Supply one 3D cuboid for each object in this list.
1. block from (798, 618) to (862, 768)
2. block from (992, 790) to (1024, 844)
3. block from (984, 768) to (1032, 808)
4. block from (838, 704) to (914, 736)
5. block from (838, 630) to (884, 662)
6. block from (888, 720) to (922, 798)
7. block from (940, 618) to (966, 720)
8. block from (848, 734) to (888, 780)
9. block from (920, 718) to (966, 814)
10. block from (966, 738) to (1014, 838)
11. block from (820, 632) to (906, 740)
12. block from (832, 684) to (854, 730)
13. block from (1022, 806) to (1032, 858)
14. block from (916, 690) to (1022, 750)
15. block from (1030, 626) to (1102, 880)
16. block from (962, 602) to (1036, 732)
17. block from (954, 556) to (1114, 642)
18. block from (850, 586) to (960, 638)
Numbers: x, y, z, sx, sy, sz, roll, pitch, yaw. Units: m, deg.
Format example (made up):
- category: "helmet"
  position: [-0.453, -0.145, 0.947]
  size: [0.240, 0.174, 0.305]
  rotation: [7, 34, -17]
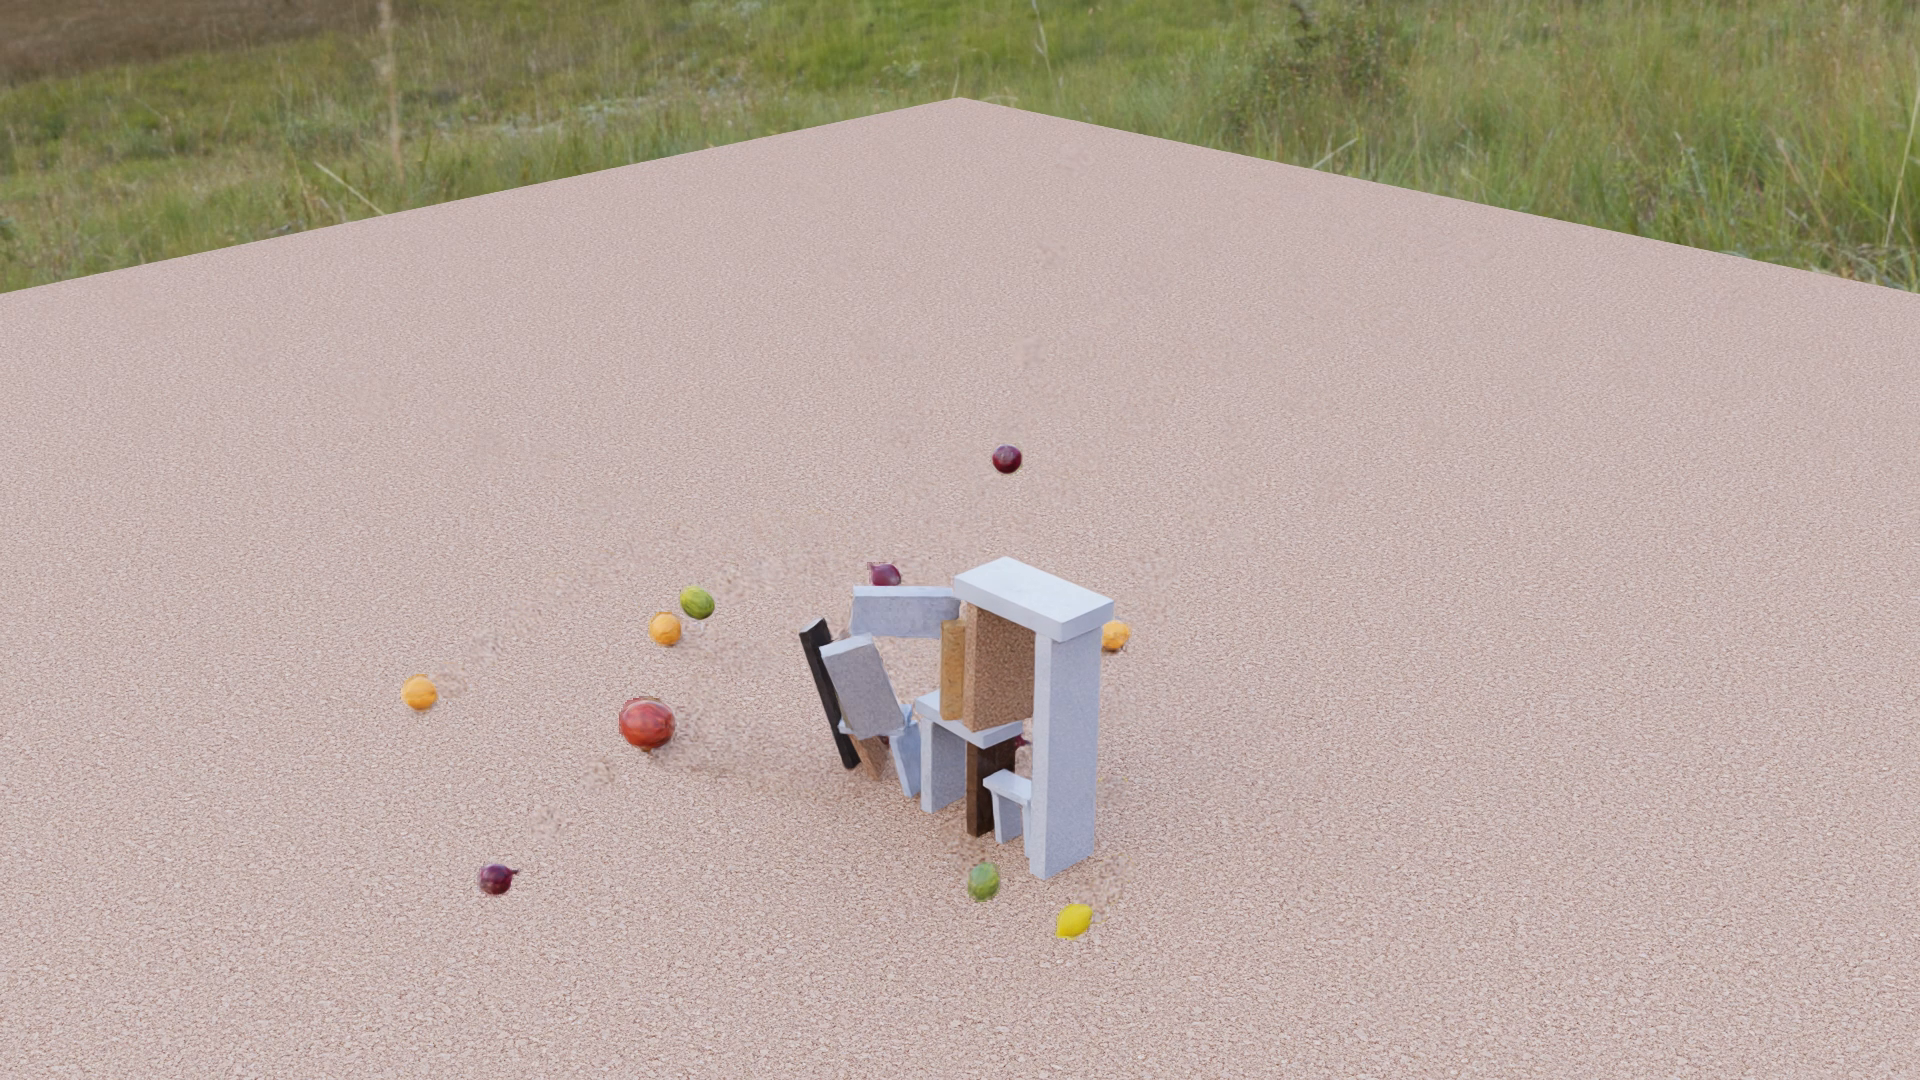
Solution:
- category: "block"
  position: [-0.263, 0.322, 4.614]
  size: [0.022, 0.313, 0.076]
  rotation: [-10, 16, 30]
- category: "block"
  position: [0.093, 0.535, 4.349]
  size: [0.058, 0.117, 0.017]
  rotation: [-20, 22, -39]
- category: "block"
  position: [0.108, 0.484, 4.296]
  size: [0.117, 0.017, 0.058]
  rotation: [21, 31, 40]
- category: "block"
  position: [-0.172, 0.366, 4.495]
  size: [0.141, 0.020, 0.071]
  rotation: [1, 42, 18]
- category: "block"
  position: [-0.203, 0.220, 4.484]
  size: [0.076, 0.022, 0.152]
  rotation: [40, -5, -12]
- category: "block"
  position: [-0.101, 0.448, 4.510]
  size: [0.020, 0.141, 0.071]
  rotation: [7, 32, 39]
- category: "block"
  position: [0.015, 0.251, 4.299]
  size: [0.103, 0.206, 0.029]
  rotation: [-6, 26, -14]
- category: "block"
  position: [-0.191, 0.424, 4.561]
  size: [0.020, 0.141, 0.071]
  rotation: [-7, 39, 22]
- category: "block"
  position: [-0.033, 0.441, 4.457]
  size: [0.029, 0.206, 0.103]
  rotation: [20, 30, 38]
- category: "block"
  position: [0.061, 0.479, 4.368]
  size: [0.103, 0.206, 0.029]
  rotation: [-20, 31, -39]
- category: "block"
  position: [-0.190, 0.291, 4.354]
  size: [0.103, 0.280, 0.029]
  rotation: [-17, 48, 2]
- category: "block"
  position: [-0.218, 0.304, 4.445]
  size: [0.022, 0.152, 0.076]
  rotation: [14, 49, 27]
- category: "block"
  position: [0.150, 0.557, 4.297]
  size: [0.017, 0.117, 0.058]
  rotation: [16, 28, 43]
- category: "block"
  position: [0.017, 0.349, 4.370]
  size: [0.103, 0.029, 0.206]
  rotation: [-19, 30, -37]
- category: "block"
  position: [0.200, 0.391, 4.176]
  size: [0.040, 0.517, 0.141]
  rotation: [22, 32, 40]
- category: "block"
  position: [0.080, 0.227, 4.259]
  size: [0.141, 0.282, 0.040]
  rotation: [-12, 29, -27]
- category: "block"
  position: [0.137, 0.109, 4.126]
  size: [0.141, 0.040, 0.282]
  rotation: [-21, 31, -40]
- category: "block"
  position: [-0.107, 0.140, 4.260]
  size: [0.206, 0.103, 0.029]
  rotation: [1, 38, -9]
